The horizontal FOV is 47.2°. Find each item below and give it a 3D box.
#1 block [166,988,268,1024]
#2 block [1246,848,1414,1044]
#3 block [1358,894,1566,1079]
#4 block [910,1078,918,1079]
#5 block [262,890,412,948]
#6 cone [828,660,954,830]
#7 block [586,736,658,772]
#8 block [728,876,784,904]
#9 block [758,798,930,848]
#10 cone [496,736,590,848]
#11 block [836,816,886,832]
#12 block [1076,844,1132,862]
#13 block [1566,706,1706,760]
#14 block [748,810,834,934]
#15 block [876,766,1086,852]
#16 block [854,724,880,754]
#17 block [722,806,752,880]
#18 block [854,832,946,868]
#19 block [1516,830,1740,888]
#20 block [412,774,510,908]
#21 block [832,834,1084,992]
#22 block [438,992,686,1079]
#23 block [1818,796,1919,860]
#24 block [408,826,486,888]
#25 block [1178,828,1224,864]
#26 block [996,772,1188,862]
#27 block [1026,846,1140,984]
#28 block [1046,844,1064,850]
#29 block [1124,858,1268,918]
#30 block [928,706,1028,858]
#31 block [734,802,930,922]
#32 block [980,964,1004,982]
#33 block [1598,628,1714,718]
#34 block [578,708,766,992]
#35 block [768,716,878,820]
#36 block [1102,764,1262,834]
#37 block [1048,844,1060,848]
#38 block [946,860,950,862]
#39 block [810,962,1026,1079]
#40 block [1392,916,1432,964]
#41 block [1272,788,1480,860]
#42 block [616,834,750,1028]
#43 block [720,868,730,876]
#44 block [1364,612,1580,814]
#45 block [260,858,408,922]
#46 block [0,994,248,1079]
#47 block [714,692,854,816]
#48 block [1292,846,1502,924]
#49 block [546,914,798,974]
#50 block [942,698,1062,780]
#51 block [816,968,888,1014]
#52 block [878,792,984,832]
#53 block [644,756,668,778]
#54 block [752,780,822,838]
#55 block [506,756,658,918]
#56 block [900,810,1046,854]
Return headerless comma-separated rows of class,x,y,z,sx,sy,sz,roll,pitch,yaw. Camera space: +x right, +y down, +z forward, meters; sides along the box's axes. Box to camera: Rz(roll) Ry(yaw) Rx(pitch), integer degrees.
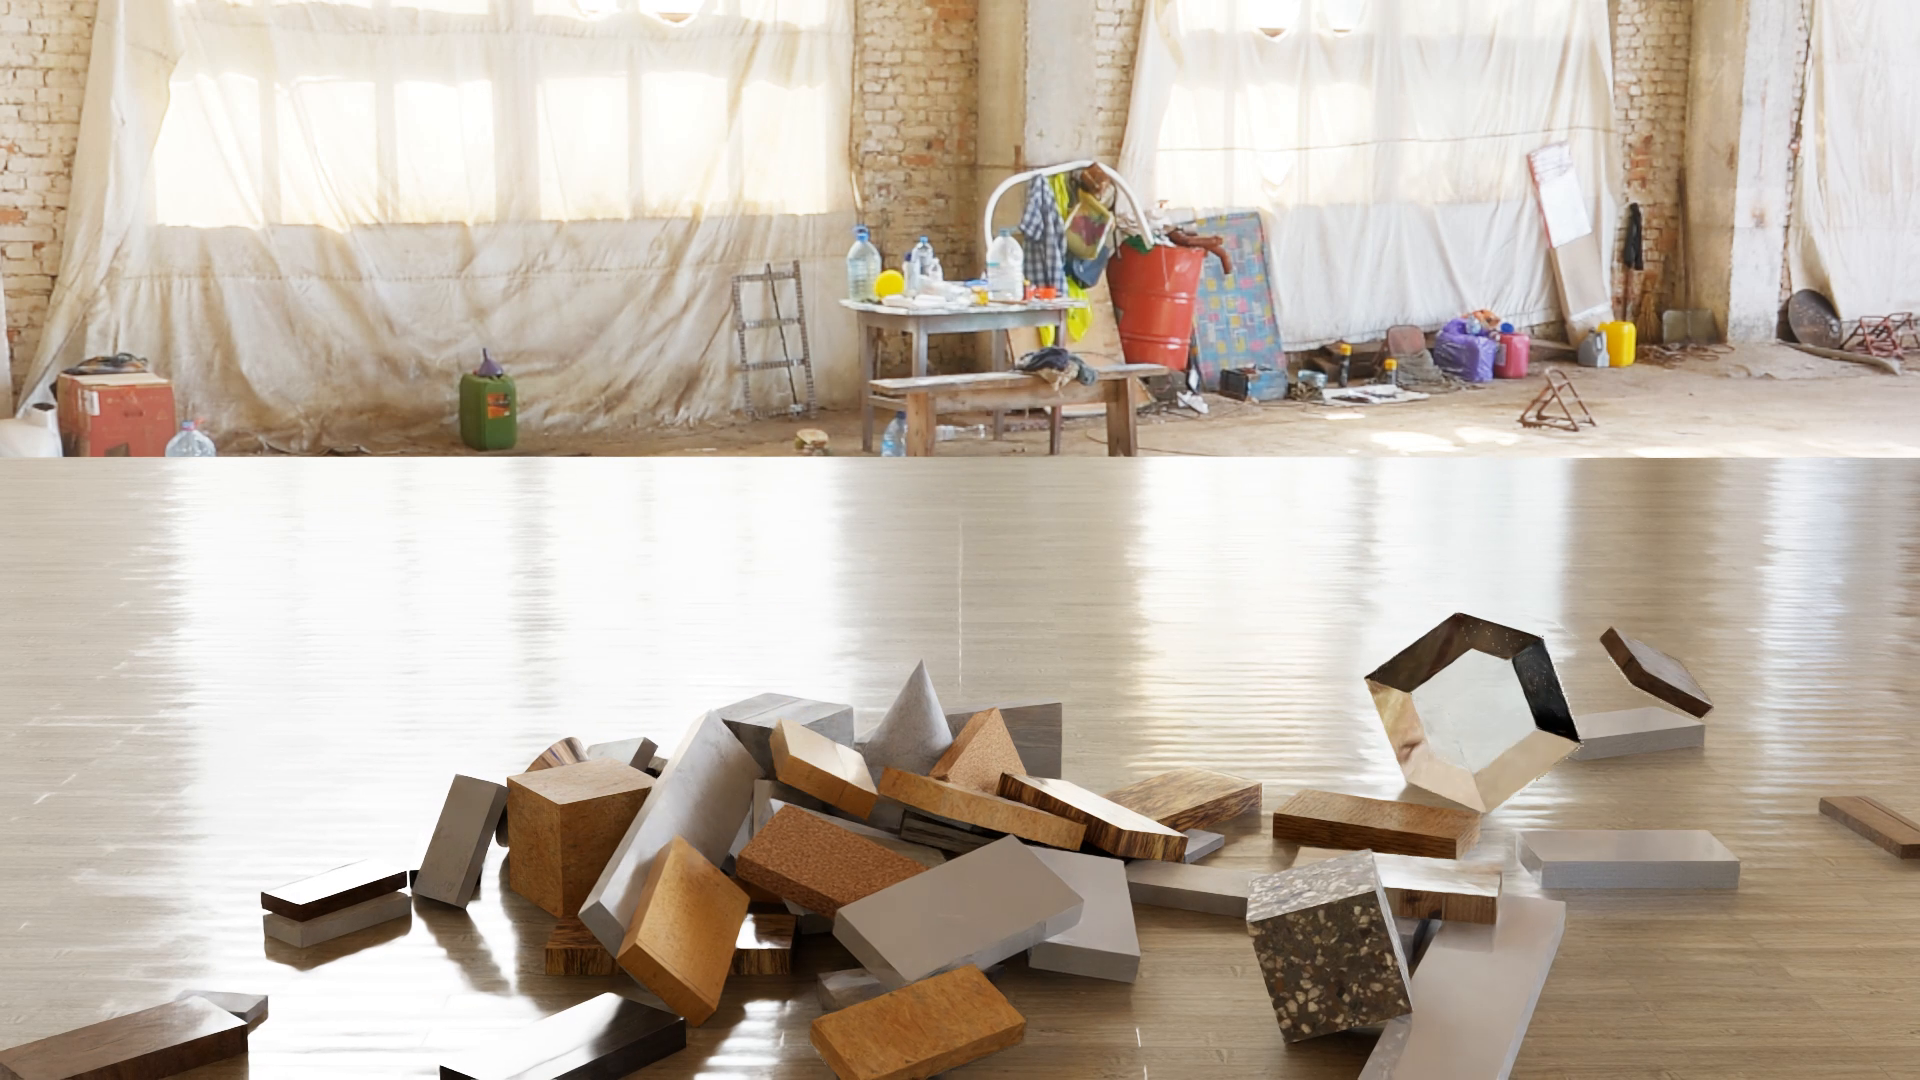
block,-1.073,0.673,3.172,0.130,0.018,0.065,2,11,11
block,0.524,0.574,3.122,0.183,0.183,0.183,-17,7,11
block,0.710,0.671,3.103,0.167,0.047,0.932,4,11,22
block,-0.031,0.733,2.850,0.130,0.018,0.065,8,13,37
block,-0.998,0.601,3.531,0.104,0.029,0.208,9,14,39
cone,-0.083,0.358,3.995,0.290,0.290,0.290,6,2,0
block,-0.650,0.429,4.063,0.033,0.117,0.234,39,-28,-24
block,-0.241,0.570,3.673,0.264,0.037,0.132,3,11,13
block,-0.170,0.510,3.524,0.297,0.042,0.148,20,21,-25
cone,-0.648,0.504,3.850,0.231,0.231,0.231,32,21,16
block,-0.185,0.536,3.869,0.114,0.032,0.228,-1,11,-5
block,0.266,0.546,3.853,0.067,0.019,0.135,8,13,38
block,1.368,0.401,4.568,0.312,0.044,0.156,-4,11,-21
block,-0.238,0.537,3.582,0.131,0.037,0.300,-2,25,-23
block,0.038,0.449,3.665,0.326,0.046,0.163,21,-6,-39
block,-0.044,0.424,4.444,0.312,0.044,0.156,4,11,20
block,-0.383,0.501,3.762,0.132,0.037,0.264,-7,19,-32
block,-0.096,0.517,3.505,0.184,0.026,0.092,16,22,-33
block,1.142,0.547,3.774,0.333,0.047,0.167,0,11,0
block,-0.826,0.497,3.640,0.104,0.208,0.029,7,-18,34
block,0.000,0.555,3.237,0.338,0.048,0.169,-17,42,-37
block,-0.533,0.697,2.973,0.153,0.043,0.306,8,13,36
block,1.671,0.518,3.984,0.092,0.026,0.282,-1,11,-7
block,-0.884,0.547,3.812,0.117,0.033,0.234,-2,11,-9
block,0.403,0.541,3.880,0.068,0.019,0.135,8,13,35
block,0.228,0.485,3.857,0.163,0.046,0.326,13,4,-40
block,0.184,0.578,3.424,0.162,0.046,0.323,10,17,-4
block,0.111,0.537,3.807,0.068,0.019,0.135,8,-2,39
block,0.387,0.576,3.649,0.243,0.034,0.121,4,11,23
block,0.036,0.440,3.955,0.048,0.169,0.400,-22,7,17
block,-0.174,0.512,3.335,0.297,0.042,0.149,22,34,16
block,0.010,0.646,3.318,0.100,0.014,0.050,5,8,27
block,0.995,0.190,3.142,0.184,0.026,0.092,23,29,-38
block,-0.444,0.474,3.502,0.043,0.153,0.717,-36,11,16
block,-0.237,0.387,3.765,0.163,0.046,0.326,27,3,-10
block,0.390,0.491,4.072,0.169,0.048,0.338,10,14,42
block,0.166,0.533,3.929,0.058,0.016,0.115,10,15,44
block,0.089,0.570,3.680,0.243,0.034,0.121,-1,11,-4
block,-0.056,0.665,2.981,0.262,0.037,0.131,-13,36,-32
block,0.670,0.592,3.532,0.162,0.046,0.323,4,11,20
block,0.749,0.513,3.953,0.333,0.047,0.166,5,12,27
block,-0.403,0.570,3.236,0.043,0.153,0.306,-43,13,18
block,-0.460,0.507,3.867,0.264,0.037,0.132,20,22,32
block,0.977,0.325,4.196,0.245,0.245,0.245,-32,22,-18
block,-1.012,0.565,3.561,0.104,0.029,0.208,8,13,37
block,-1.138,0.696,2.985,0.292,0.041,0.146,-10,15,-44
block,-0.337,0.413,4.071,0.201,0.201,0.201,7,12,32
block,0.694,0.549,3.507,0.323,0.046,0.162,3,11,16
block,-0.440,0.622,3.385,0.370,0.041,0.146,0,11,0
block,0.047,0.400,4.262,0.312,0.156,0.044,-4,11,-22
block,-0.108,0.673,3.123,0.131,0.037,0.262,-3,11,-17
block,-0.054,0.452,3.664,0.191,0.014,0.050,15,-4,27
block,-0.492,0.466,4.015,0.262,0.114,0.032,10,36,42
block,-0.285,0.470,3.634,0.114,0.032,0.228,5,23,-7
block,-0.619,0.493,3.657,0.195,0.195,0.195,-8,13,-36
block,0.022,0.499,3.666,0.243,0.034,0.122,14,1,-2
